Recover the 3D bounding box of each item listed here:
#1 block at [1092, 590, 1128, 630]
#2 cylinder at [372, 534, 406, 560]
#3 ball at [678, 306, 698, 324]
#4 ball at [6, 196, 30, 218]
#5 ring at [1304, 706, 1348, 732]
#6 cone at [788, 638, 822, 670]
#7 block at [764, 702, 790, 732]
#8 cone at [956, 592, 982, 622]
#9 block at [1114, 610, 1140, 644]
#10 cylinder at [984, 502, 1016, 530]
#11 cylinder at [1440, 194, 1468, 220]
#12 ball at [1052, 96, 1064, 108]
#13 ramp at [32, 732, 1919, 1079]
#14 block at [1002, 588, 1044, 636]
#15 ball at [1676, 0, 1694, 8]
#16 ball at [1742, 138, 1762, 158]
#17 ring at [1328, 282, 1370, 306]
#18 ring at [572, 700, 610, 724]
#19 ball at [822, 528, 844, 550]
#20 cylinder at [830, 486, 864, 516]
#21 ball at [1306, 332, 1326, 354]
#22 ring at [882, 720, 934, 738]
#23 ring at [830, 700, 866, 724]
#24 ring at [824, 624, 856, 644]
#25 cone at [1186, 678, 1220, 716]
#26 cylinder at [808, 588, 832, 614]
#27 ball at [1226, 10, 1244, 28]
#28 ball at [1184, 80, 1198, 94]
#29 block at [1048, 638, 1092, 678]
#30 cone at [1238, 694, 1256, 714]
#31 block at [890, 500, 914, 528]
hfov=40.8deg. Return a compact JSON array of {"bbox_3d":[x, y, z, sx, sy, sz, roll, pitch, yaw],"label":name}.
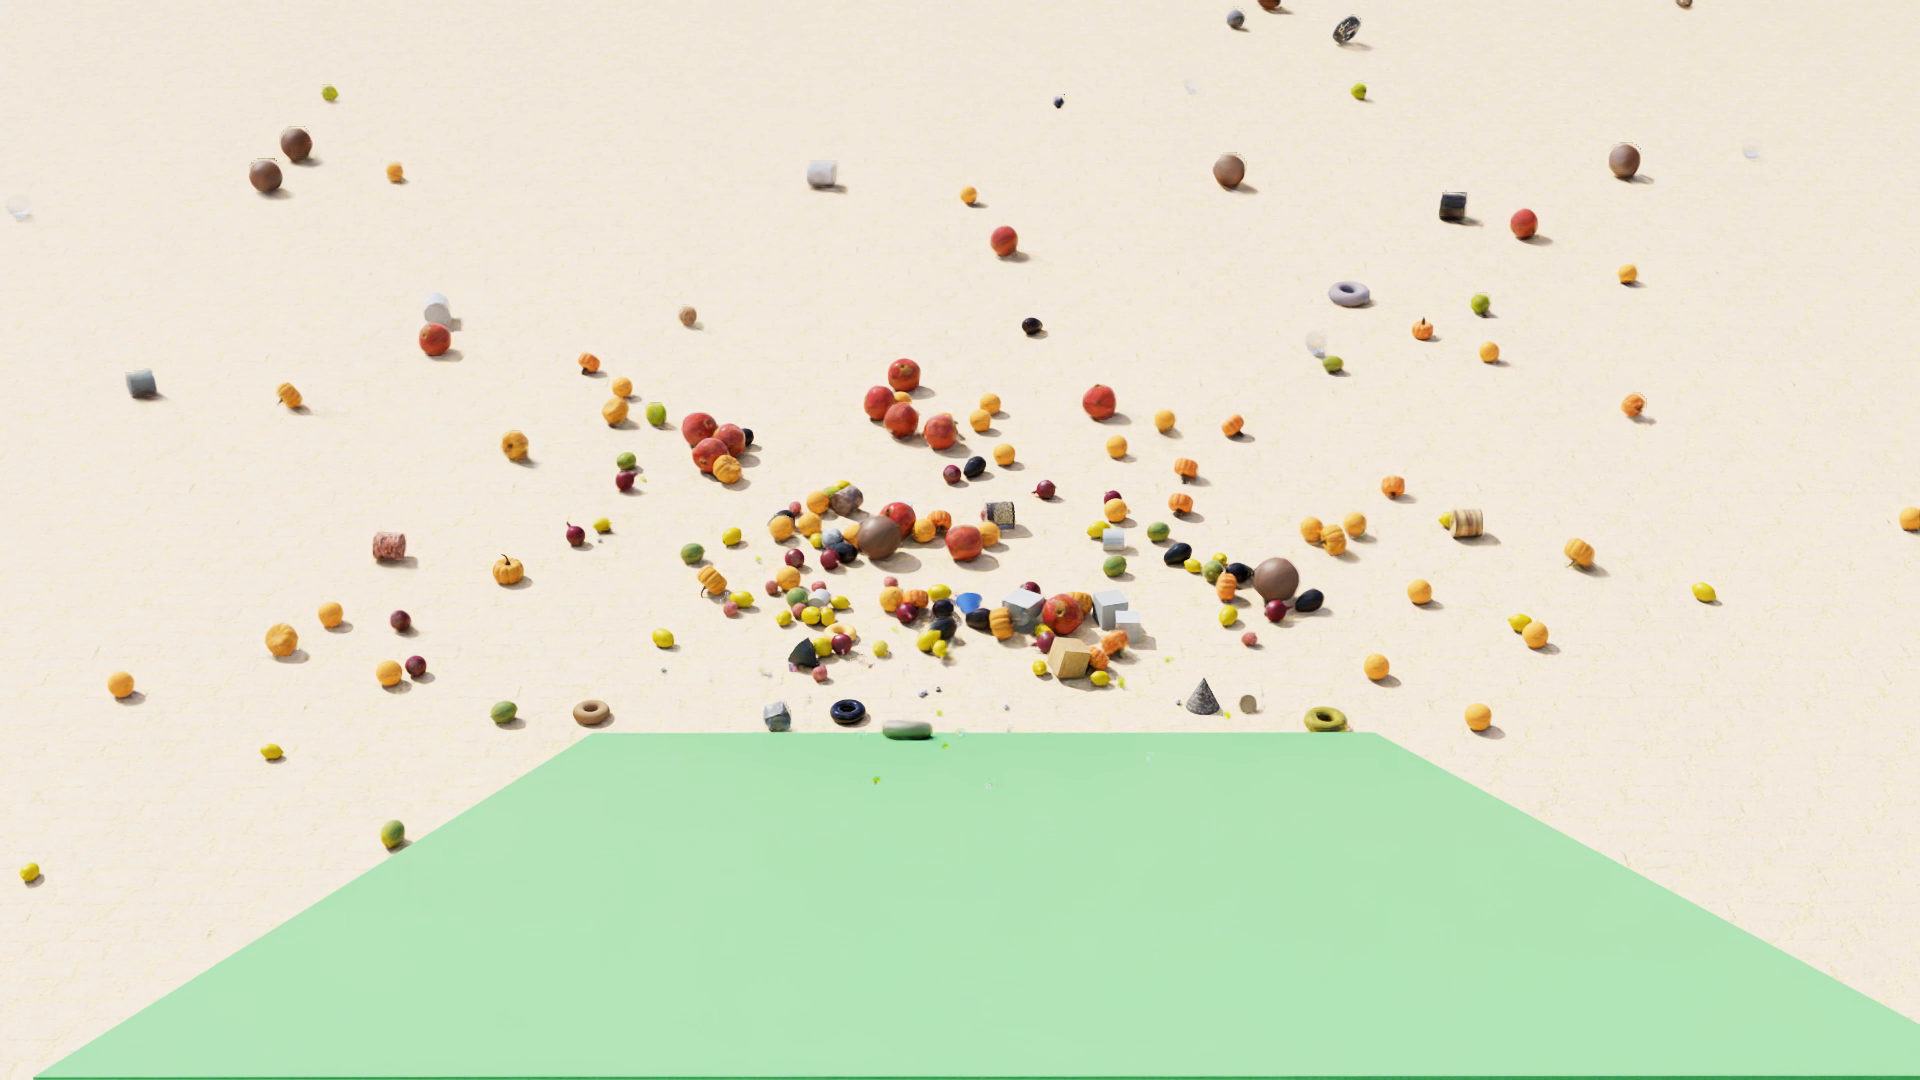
[{"bbox_3d":[0.423,0.196,7.272,0.077,0.077,0.077,-8,29,-15],"label":"block"},{"bbox_3d":[-1.680,0.020,7.603,0.077,0.077,0.077,3,28,6],"label":"cylinder"},{"bbox_3d":[-0.963,-0.796,9.151,0.067,0.067,0.067,0,28,0],"label":"ball"},{"bbox_3d":[-3.674,-1.300,10.081,0.084,0.084,0.084,0,28,0],"label":"ball"},{"bbox_3d":[0.960,0.476,6.785,0.117,0.039,0.117,1,27,-1],"label":"ring"},{"bbox_3d":[-0.409,0.329,7.061,0.088,0.088,0.088,41,42,13],"label":"cone"},{"bbox_3d":[-0.478,0.465,6.756,0.054,0.054,0.054,-20,30,8],"label":"block"},{"bbox_3d":[0.030,0.201,7.308,0.077,0.077,0.077,-3,55,-6],"label":"cone"},{"bbox_3d":[0.466,0.243,7.195,0.066,0.066,0.066,0,28,0],"label":"block"},{"bbox_3d":[0.119,-0.073,7.772,0.083,0.083,0.083,-3,28,-6],"label":"cylinder"},{"bbox_3d":[1.923,-1.298,10.063,0.097,0.097,0.097,5,28,19],"label":"cylinder"},{"bbox_3d":[0.429,-1.910,11.266,0.050,0.050,0.050,0,28,0],"label":"ball"},{"bbox_3d":[0.063,0.567,4.607,2.000,0.100,4.000,0,1,0],"label":"ramp"},{"bbox_3d":[0.178,0.200,7.254,0.086,0.086,0.086,18,33,30],"label":"block"},{"bbox_3d":[3.535,-2.647,12.609,0.092,0.092,0.092,0,28,0],"label":"ball"},{"bbox_3d":[3.276,-1.619,10.685,0.081,0.081,0.081,0,28,0],"label":"ball"},{"bbox_3d":[1.408,-0.891,9.347,0.150,0.050,0.150,-1,31,1],"label":"ring"},{"bbox_3d":[-0.975,0.455,6.832,0.098,0.033,0.098,0,27,0],"label":"ring"},{"bbox_3d":[-0.377,-0.003,7.658,0.067,0.067,0.067,0,28,0],"label":"ball"},{"bbox_3d":[-0.344,-0.120,7.871,0.073,0.073,0.073,21,34,33],"label":"cylinder"},{"bbox_3d":[1.230,-0.680,8.925,0.073,0.073,0.073,0,28,0],"label":"ball"},{"bbox_3d":[-0.131,0.473,6.457,0.129,0.043,0.129,0,-1,0],"label":"ring"},{"bbox_3d":[-0.297,0.454,6.834,0.098,0.033,0.098,-1,29,0],"label":"ring"},{"bbox_3d":[-0.334,0.261,7.199,0.092,0.031,0.092,-1,29,1],"label":"ring"},{"bbox_3d":[0.647,0.403,6.867,0.092,0.092,0.092,0,28,0],"label":"cone"},{"bbox_3d":[-0.399,0.175,7.334,0.055,0.055,0.055,7,29,12],"label":"cylinder"},{"bbox_3d":[1.312,-2.482,12.303,0.088,0.088,0.088,0,28,0],"label":"ball"},{"bbox_3d":[1.023,-2.006,11.438,0.058,0.058,0.058,0,28,0],"label":"ball"},{"bbox_3d":[0.296,0.320,7.016,0.079,0.079,0.079,6,24,-24],"label":"block"},{"bbox_3d":[0.754,0.434,6.880,0.052,0.052,0.052,-13,4,-22],"label":"cone"},{"bbox_3d":[-0.177,-0.080,7.812,0.057,0.057,0.057,8,29,14],"label":"block"}]
